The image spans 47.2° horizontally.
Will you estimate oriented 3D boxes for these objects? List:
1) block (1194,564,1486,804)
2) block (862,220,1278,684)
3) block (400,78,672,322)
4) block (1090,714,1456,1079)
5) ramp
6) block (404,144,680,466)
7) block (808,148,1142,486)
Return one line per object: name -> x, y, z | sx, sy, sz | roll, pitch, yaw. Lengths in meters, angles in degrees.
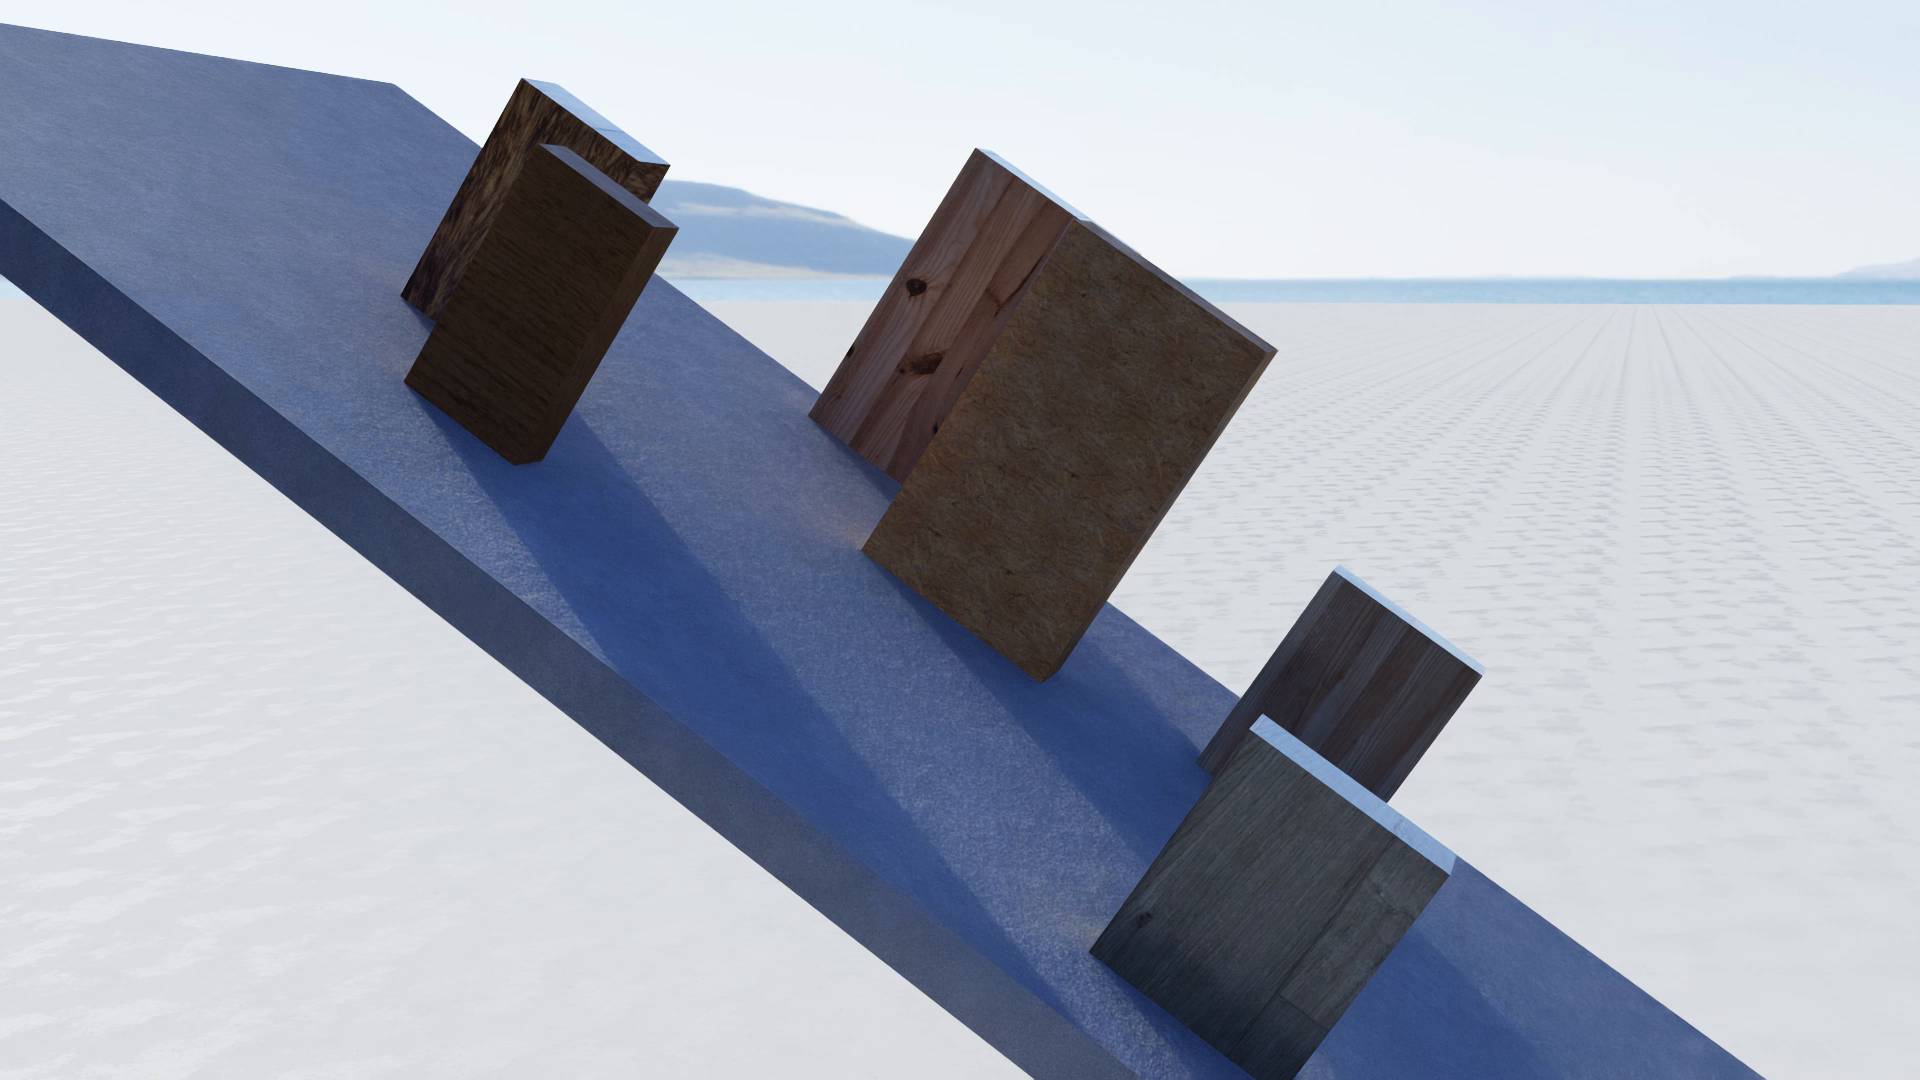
block -> 0.738, 0.343, 4.284 | 0.343, 0.474, 0.092 | 36, 15, 10
block -> 0.203, -0.168, 4.215 | 0.438, 0.766, 0.134 | 36, 15, 10
block -> -0.777, -0.566, 4.023 | 0.272, 0.466, 0.138 | 36, 15, 10
block -> 0.455, 0.533, 3.222 | 0.344, 0.421, 0.116 | 36, 15, 10
ramp -> -0.116, 0.198, 4.094 | 4.000, 0.100, 2.000 | 36, 15, 10
block -> -0.694, -0.387, 3.638 | 0.243, 0.467, 0.100 | 36, 15, 10
block -> 0.028, -0.449, 4.844 | 0.410, 0.704, 0.129 | 36, 15, 10
